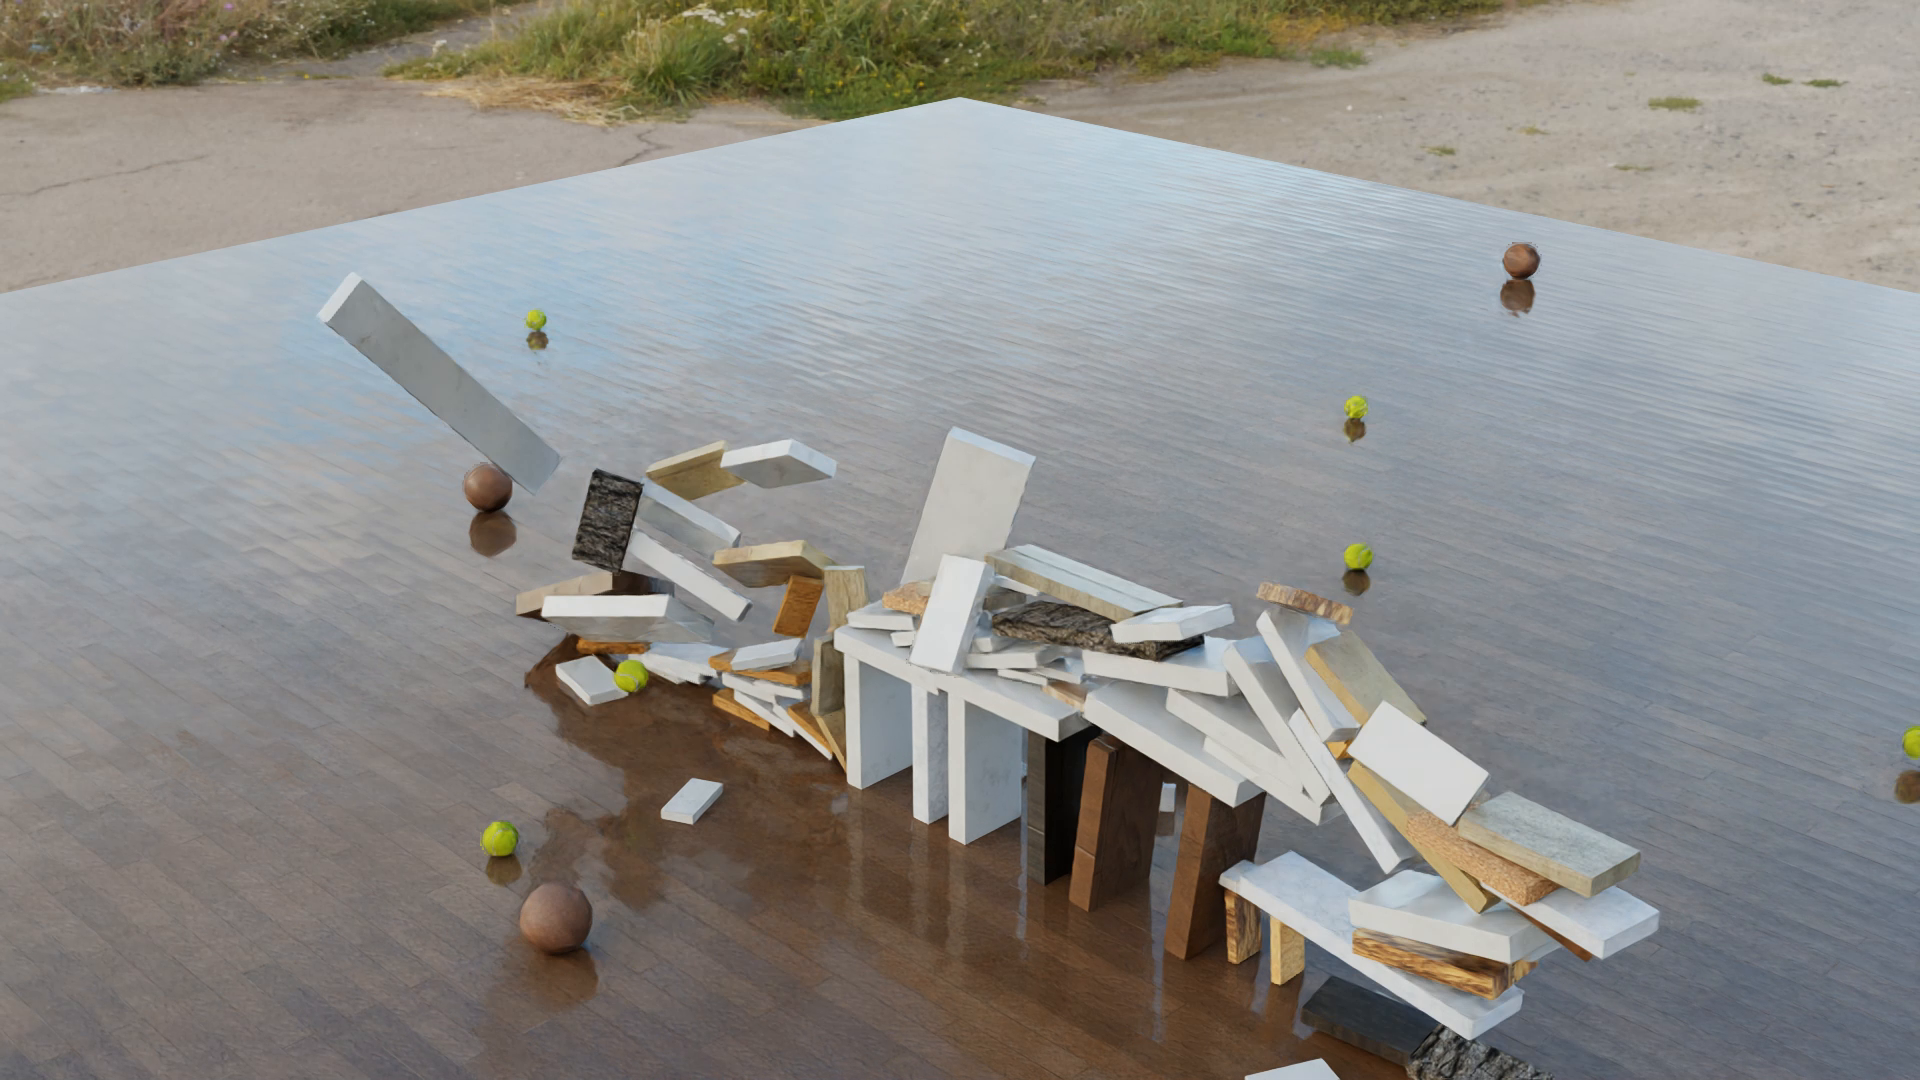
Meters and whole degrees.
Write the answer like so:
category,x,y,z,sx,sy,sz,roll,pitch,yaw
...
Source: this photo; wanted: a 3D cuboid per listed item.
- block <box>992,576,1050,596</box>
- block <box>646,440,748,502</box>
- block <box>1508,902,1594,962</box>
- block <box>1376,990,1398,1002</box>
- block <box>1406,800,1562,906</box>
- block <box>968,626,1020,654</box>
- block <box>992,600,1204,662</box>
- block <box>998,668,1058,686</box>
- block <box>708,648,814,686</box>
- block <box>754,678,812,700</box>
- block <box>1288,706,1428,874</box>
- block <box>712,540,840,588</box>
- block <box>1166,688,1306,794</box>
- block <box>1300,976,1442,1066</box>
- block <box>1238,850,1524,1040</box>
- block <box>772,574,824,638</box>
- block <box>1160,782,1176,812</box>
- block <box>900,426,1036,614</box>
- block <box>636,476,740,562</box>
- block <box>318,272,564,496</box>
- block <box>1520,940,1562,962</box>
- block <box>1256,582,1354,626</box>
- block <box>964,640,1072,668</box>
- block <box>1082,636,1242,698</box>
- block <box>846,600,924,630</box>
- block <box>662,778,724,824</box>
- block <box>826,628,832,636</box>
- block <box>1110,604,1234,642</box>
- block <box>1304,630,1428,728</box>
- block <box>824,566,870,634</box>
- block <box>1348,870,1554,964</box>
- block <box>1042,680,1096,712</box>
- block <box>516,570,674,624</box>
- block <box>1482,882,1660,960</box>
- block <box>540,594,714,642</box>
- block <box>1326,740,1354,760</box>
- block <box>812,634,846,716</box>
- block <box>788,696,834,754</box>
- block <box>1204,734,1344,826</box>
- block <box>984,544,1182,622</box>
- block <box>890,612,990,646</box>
category,x,y,z,sx,sy,sz,roll,pitch,yaw
block,0.122,0.088,4.259,0.112,0.016,0.056,14,9,37
block,-0.593,-0.151,4.985,0.214,0.107,0.030,-16,37,27
block,0.910,0.574,3.343,0.142,0.020,0.071,37,39,17
block,1.037,0.950,3.485,0.100,0.028,0.985,-21,31,-40
block,0.811,0.469,3.355,0.119,0.034,0.238,-19,31,-31
block,0.024,0.195,4.283,0.099,0.028,0.224,-21,8,-39
block,0.248,0.165,4.052,0.126,0.036,0.418,-17,16,-40
block,0.137,0.249,4.184,0.121,0.017,0.061,10,23,40
block,-0.418,0.274,4.772,0.084,0.024,0.344,-18,15,-36
block,-0.362,0.309,4.697,0.148,0.021,0.074,6,21,42
block,0.683,0.396,3.622,0.152,0.043,0.304,-10,57,-36
block,-0.400,0.054,4.774,0.252,0.036,0.126,-6,-29,36
block,0.527,0.323,3.825,0.156,0.044,0.312,-18,37,-40
block,0.696,0.815,3.728,0.211,0.030,0.106,17,36,36
block,0.703,0.678,3.722,0.134,0.038,0.505,-18,33,-37
block,-0.347,0.144,4.719,0.070,0.140,0.020,12,29,-19
block,0.381,0.519,4.467,0.112,0.056,0.016,5,24,12
block,-0.007,0.028,4.497,0.178,0.510,0.050,21,27,5
block,-0.608,-0.037,4.879,0.252,0.126,0.036,29,61,6
block,-1.052,-0.303,4.550,0.030,0.107,0.913,32,-9,23
block,0.850,0.616,3.489,0.106,0.030,0.212,-15,13,-37
block,0.560,0.102,3.582,0.099,0.028,0.199,19,-1,-9
block,0.110,0.215,4.195,0.099,0.028,0.199,-22,11,-41
block,0.398,0.216,3.934,0.156,0.044,0.348,-18,16,-39
block,-0.128,0.152,4.430,0.190,0.027,0.095,1,16,45
block,-0.545,0.532,4.482,0.070,0.020,0.140,8,24,18
block,-0.144,0.251,4.856,0.355,0.050,0.178,-11,47,26
block,0.366,0.145,3.810,0.110,0.031,0.220,-16,4,-27
block,0.661,0.241,3.585,0.099,0.028,0.199,-16,57,-35
block,-0.227,0.153,4.563,0.084,0.203,0.024,-1,18,17
block,0.782,0.591,3.467,0.152,0.043,0.304,-16,15,-39
block,0.217,0.288,4.124,0.061,0.017,0.122,-19,30,-38
block,-0.847,0.136,5.089,0.361,0.050,0.176,-14,-21,42
block,0.911,0.536,3.289,0.119,0.034,0.238,-18,29,-29
block,-0.750,0.178,4.959,0.353,0.050,0.176,-1,-22,31
block,0.624,0.248,3.667,0.126,0.036,0.253,-3,49,-31
block,-0.265,0.276,4.557,0.084,0.167,0.024,-15,28,-40
block,-0.291,0.394,4.683,0.074,0.021,0.148,-23,50,-42
block,0.565,0.390,3.796,0.134,0.038,0.267,-17,36,-38
block,0.226,0.084,4.159,0.110,0.031,0.482,-11,18,-32
block,-0.039,0.177,4.343,0.095,0.027,0.190,-21,8,-41
